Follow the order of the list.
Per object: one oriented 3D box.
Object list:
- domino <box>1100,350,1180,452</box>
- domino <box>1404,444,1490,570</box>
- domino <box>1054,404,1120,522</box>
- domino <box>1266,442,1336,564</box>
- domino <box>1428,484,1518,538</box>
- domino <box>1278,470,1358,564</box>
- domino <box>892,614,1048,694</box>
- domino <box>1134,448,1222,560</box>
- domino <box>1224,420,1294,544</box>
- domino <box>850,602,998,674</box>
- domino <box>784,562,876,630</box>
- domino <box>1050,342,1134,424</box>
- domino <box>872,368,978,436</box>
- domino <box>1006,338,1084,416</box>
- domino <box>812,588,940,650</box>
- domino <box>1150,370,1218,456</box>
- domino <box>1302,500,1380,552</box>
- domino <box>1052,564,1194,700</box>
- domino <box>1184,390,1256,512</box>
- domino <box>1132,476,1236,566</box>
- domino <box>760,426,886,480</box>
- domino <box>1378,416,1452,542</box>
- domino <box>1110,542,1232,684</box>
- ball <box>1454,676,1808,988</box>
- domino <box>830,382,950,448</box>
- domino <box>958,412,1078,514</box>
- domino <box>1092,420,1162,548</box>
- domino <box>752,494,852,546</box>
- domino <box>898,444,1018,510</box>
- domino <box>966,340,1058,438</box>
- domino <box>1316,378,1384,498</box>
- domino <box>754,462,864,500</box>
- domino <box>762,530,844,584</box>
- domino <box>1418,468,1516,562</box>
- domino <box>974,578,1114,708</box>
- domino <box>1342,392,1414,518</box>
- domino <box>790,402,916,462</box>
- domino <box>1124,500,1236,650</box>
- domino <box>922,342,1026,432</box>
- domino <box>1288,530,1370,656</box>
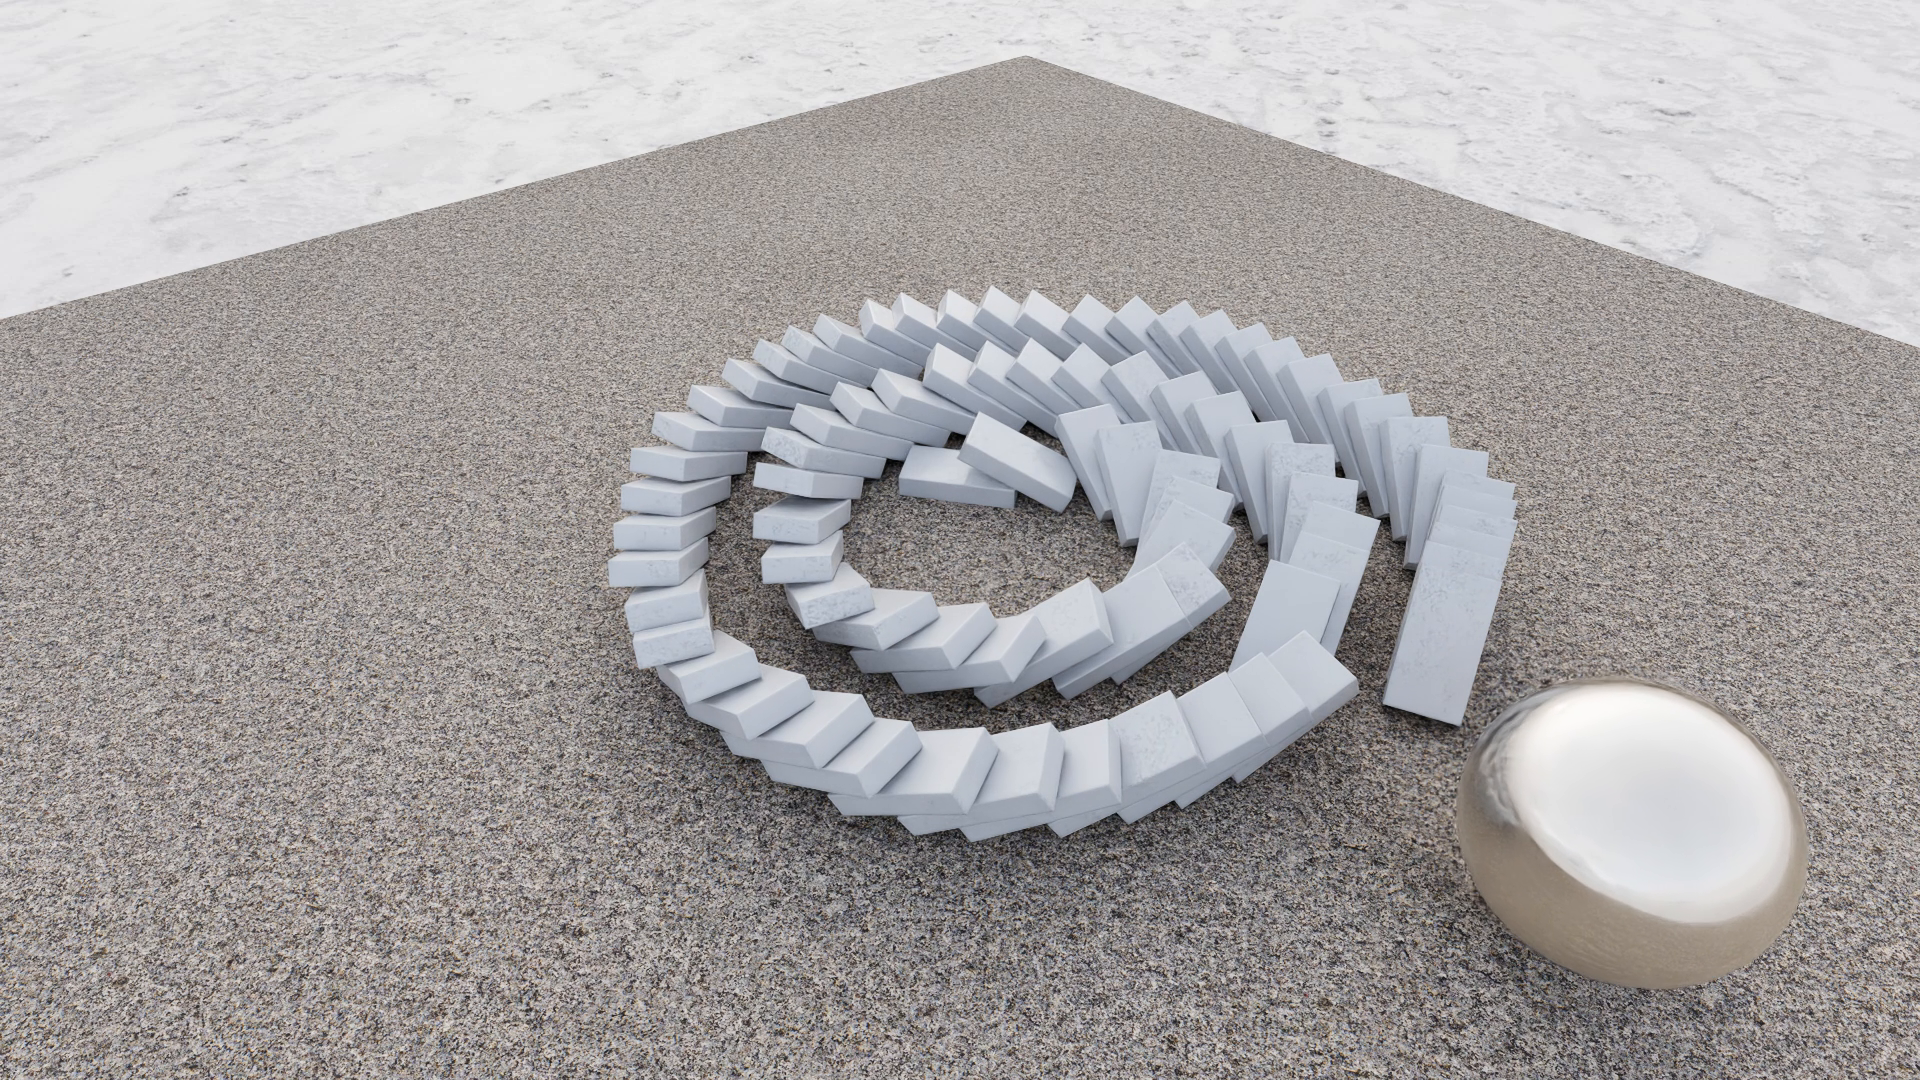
[{"bbox_3d":[0.089,-0.060,0.498,0.025,0.009,0.050,-29,77,-33],"label":"domino"},{"bbox_3d":[0.193,-0.012,0.436,0.025,0.009,0.050,10,76,12],"label":"domino"},{"bbox_3d":[0.062,-0.034,0.470,0.025,0.010,0.050,-14,63,-17],"label":"domino"},{"bbox_3d":[0.136,-0.014,0.439,0.025,0.009,0.050,3,73,1],"label":"domino"},{"bbox_3d":[0.185,0.007,0.407,0.025,0.050,0.009,16,2,18],"label":"domino"},{"bbox_3d":[0.137,0.000,0.423,0.025,0.010,0.050,10,73,10],"label":"domino"},{"bbox_3d":[0.003,0.039,0.375,0.050,0.009,0.025,-13,25,42],"label":"domino"},{"bbox_3d":[0.086,-0.009,0.434,0.025,0.009,0.050,11,74,13],"label":"domino"},{"bbox_3d":[0.129,-0.025,0.456,0.025,0.010,0.050,-7,67,-9],"label":"domino"},{"bbox_3d":[-0.013,0.034,0.380,0.050,0.009,0.025,-9,26,48],"label":"domino"},{"bbox_3d":[-0.049,0.019,0.400,0.025,0.010,0.050,-16,11,-13],"label":"domino"},{"bbox_3d":[0.068,-0.066,0.504,0.050,0.009,0.025,42,46,0],"label":"domino"},{"bbox_3d":[-0.013,-0.061,0.499,0.050,0.010,0.025,13,28,-38],"label":"domino"},{"bbox_3d":[0.047,-0.070,0.508,0.050,0.009,0.025,36,40,-7],"label":"domino"},{"bbox_3d":[-0.031,0.027,0.390,0.025,0.010,0.050,-28,15,-30],"label":"domino"},{"bbox_3d":[0.107,-0.049,0.486,0.025,0.009,0.050,-19,71,-21],"label":"domino"},{"bbox_3d":[0.135,0.013,0.408,0.025,0.009,0.050,19,75,19],"label":"domino"},{"bbox_3d":[0.053,0.032,0.383,0.050,0.010,0.025,-31,49,10],"label":"domino"},{"bbox_3d":[0.118,-0.039,0.472,0.025,0.009,0.050,-14,69,-18],"label":"domino"},{"bbox_3d":[0.083,0.003,0.419,0.025,0.009,0.050,20,79,23],"label":"domino"},{"bbox_3d":[-0.057,-0.037,0.467,0.025,0.010,0.050,27,13,33],"label":"domino"},{"bbox_3d":[0.189,-0.025,0.451,0.025,0.010,0.050,-1,77,-3],"label":"domino"},{"bbox_3d":[0.068,0.026,0.391,0.050,0.009,0.025,-38,50,4],"label":"domino"},{"bbox_3d":[0.176,0.077,0.294,0.080,0.080,0.080,0,39,0],"label":"ball"},{"bbox_3d":[-0.031,-0.055,0.491,0.050,0.009,0.025,11,25,-41],"label":"domino"},{"bbox_3d":[0.026,-0.033,0.468,0.050,0.010,0.025,27,40,-5],"label":"domino"},{"bbox_3d":[0.073,-0.023,0.453,0.025,0.010,0.050,-8,70,-11],"label":"domino"},{"bbox_3d":[-0.062,-0.009,0.437,0.025,0.010,0.050,6,12,8],"label":"domino"},{"bbox_3d":[0.001,-0.028,0.477,0.050,0.009,0.025,7,40,9],"label":"domino"},{"bbox_3d":[0.029,-0.070,0.510,0.050,0.010,0.025,31,40,-11],"label":"domino"},{"bbox_3d":[0.176,-0.044,0.478,0.025,0.010,0.050,-10,72,-12],"label":"domino"},{"bbox_3d":[-0.061,-0.024,0.450,0.025,0.010,0.050,11,5,17],"label":"domino"},{"bbox_3d":[-0.059,0.006,0.418,0.025,0.010,0.050,-2,11,-1],"label":"domino"},{"bbox_3d":[0.192,0.000,0.421,0.025,0.009,0.050,16,79,18],"label":"domino"},{"bbox_3d":[0.027,0.036,0.378,0.050,0.010,0.025,-31,35,19],"label":"domino"},{"bbox_3d":[0.182,-0.036,0.464,0.025,0.009,0.050,-9,78,-12],"label":"domino"},{"bbox_3d":[-0.046,-0.046,0.479,0.050,0.009,0.025,7,20,-48],"label":"domino"},{"bbox_3d":[0.078,0.013,0.406,0.025,0.009,0.050,30,83,28],"label":"domino"},{"bbox_3d":[0.008,-0.070,0.509,0.050,0.010,0.025,27,36,-16],"label":"domino"},{"bbox_3d":[0.126,0.024,0.394,0.025,0.009,0.050,19,74,21],"label":"domino"}]
